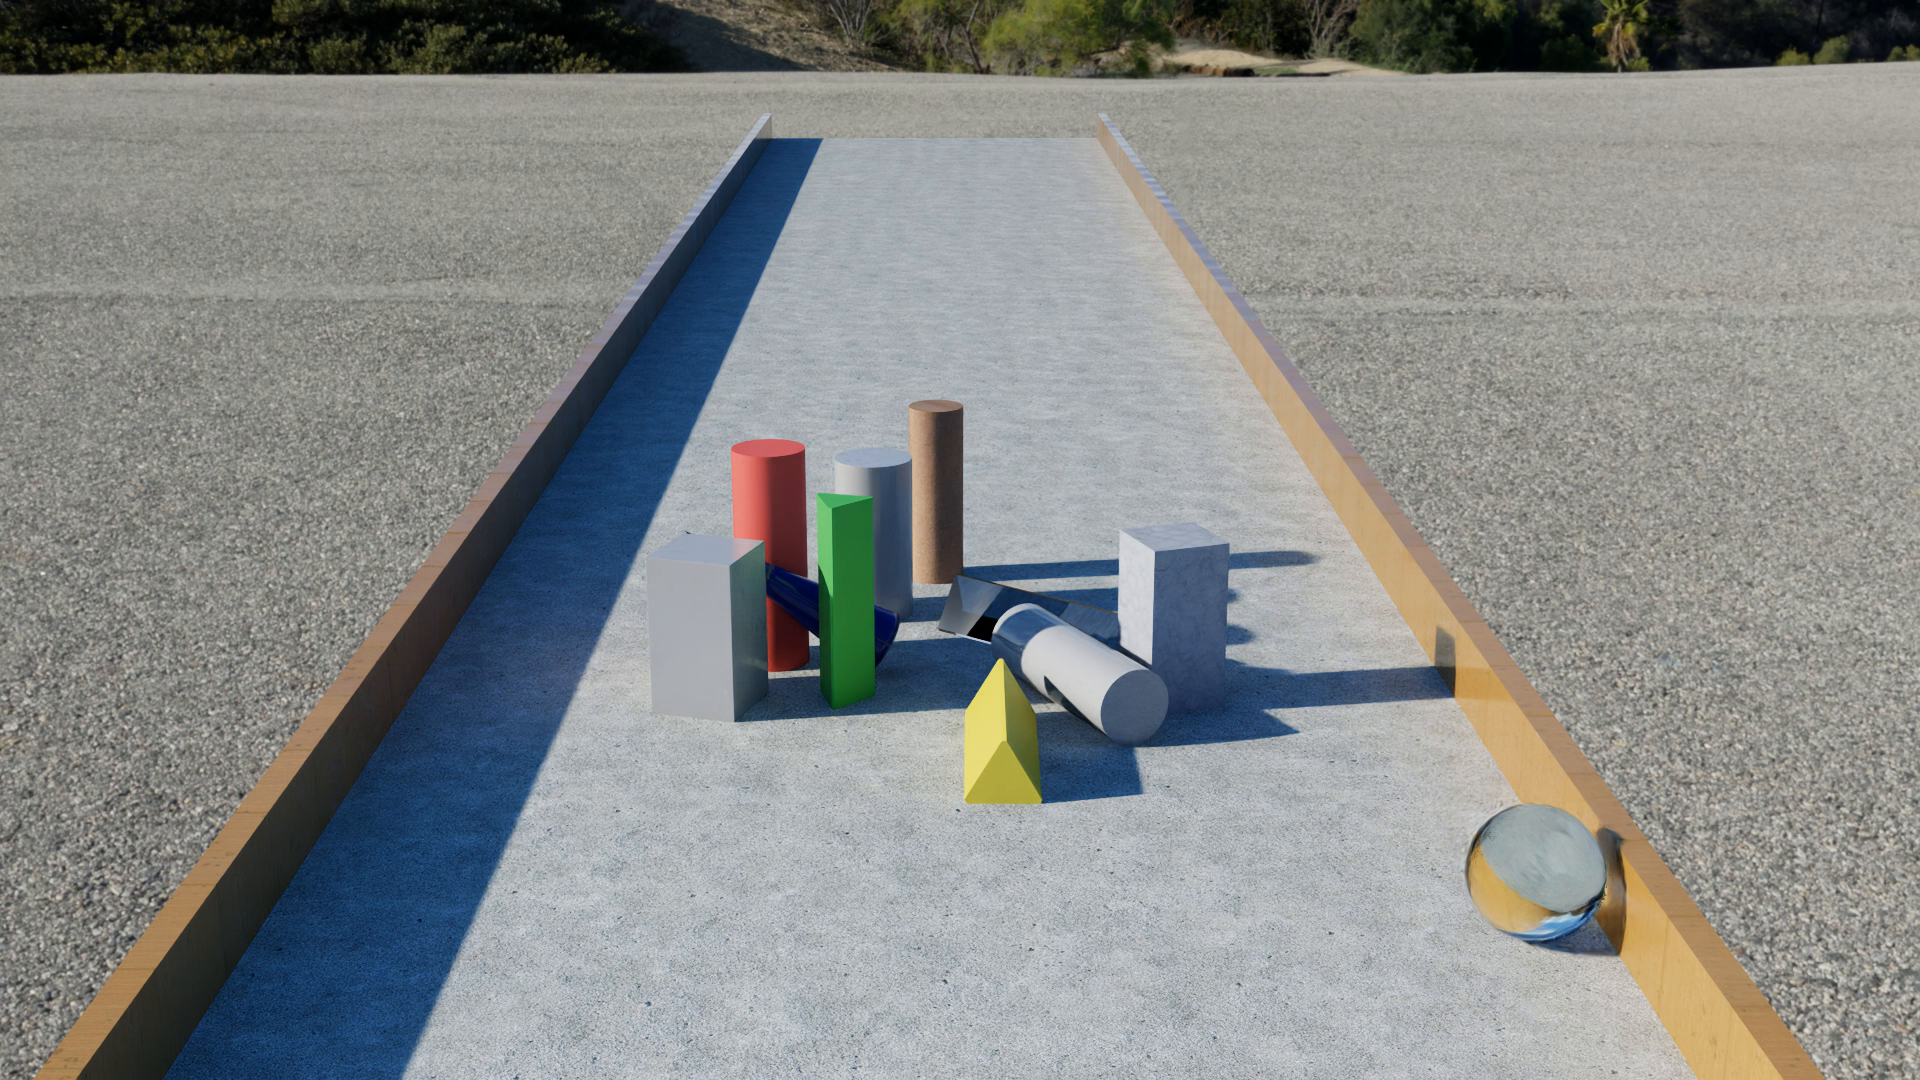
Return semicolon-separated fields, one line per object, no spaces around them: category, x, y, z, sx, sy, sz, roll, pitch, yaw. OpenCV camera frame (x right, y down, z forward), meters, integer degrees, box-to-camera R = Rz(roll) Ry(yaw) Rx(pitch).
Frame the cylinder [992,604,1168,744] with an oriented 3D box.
cylinder;0.220;0.247;4.144;0.143;0.143;0.425;-8;18;-26

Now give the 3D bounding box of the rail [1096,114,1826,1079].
rail;0.932;-0.844;7.801;0.050;0.150;12.000;0;17;-1

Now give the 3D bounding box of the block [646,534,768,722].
block;-0.474;0.163;4.143;0.168;0.305;0.168;5;17;17

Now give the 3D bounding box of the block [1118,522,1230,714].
block;0.401;0.148;4.163;0.153;0.323;0.153;-6;18;-20

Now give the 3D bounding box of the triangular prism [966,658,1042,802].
triangular prism;0.075;0.332;3.904;0.129;0.112;0.409;0;17;0

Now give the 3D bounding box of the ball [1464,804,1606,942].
ball;0.845;0.488;3.231;0.202;0.202;0.202;0;17;0

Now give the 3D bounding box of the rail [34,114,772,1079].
rail;-1.118;-0.838;7.780;0.050;0.150;12.000;0;17;-1

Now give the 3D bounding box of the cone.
cone;-0.342;0.093;4.268;0.455;0.138;0.138;31;8;-18

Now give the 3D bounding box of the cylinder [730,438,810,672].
cylinder;-0.375;0.030;4.355;0.144;0.439;0.144;0;17;0

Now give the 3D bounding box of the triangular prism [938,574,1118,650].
triangular prism;0.170;0.163;4.480;0.459;0.107;0.124;13;21;37

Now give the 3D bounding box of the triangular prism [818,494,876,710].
triangular prism;-0.234;0.110;4.162;0.094;0.395;0.108;16;23;42

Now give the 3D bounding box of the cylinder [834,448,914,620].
cylinder;-0.182;-0.009;4.660;0.164;0.341;0.164;0;17;0

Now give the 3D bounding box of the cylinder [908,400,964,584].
cylinder;-0.053;-0.107;4.896;0.121;0.393;0.121;0;17;0
